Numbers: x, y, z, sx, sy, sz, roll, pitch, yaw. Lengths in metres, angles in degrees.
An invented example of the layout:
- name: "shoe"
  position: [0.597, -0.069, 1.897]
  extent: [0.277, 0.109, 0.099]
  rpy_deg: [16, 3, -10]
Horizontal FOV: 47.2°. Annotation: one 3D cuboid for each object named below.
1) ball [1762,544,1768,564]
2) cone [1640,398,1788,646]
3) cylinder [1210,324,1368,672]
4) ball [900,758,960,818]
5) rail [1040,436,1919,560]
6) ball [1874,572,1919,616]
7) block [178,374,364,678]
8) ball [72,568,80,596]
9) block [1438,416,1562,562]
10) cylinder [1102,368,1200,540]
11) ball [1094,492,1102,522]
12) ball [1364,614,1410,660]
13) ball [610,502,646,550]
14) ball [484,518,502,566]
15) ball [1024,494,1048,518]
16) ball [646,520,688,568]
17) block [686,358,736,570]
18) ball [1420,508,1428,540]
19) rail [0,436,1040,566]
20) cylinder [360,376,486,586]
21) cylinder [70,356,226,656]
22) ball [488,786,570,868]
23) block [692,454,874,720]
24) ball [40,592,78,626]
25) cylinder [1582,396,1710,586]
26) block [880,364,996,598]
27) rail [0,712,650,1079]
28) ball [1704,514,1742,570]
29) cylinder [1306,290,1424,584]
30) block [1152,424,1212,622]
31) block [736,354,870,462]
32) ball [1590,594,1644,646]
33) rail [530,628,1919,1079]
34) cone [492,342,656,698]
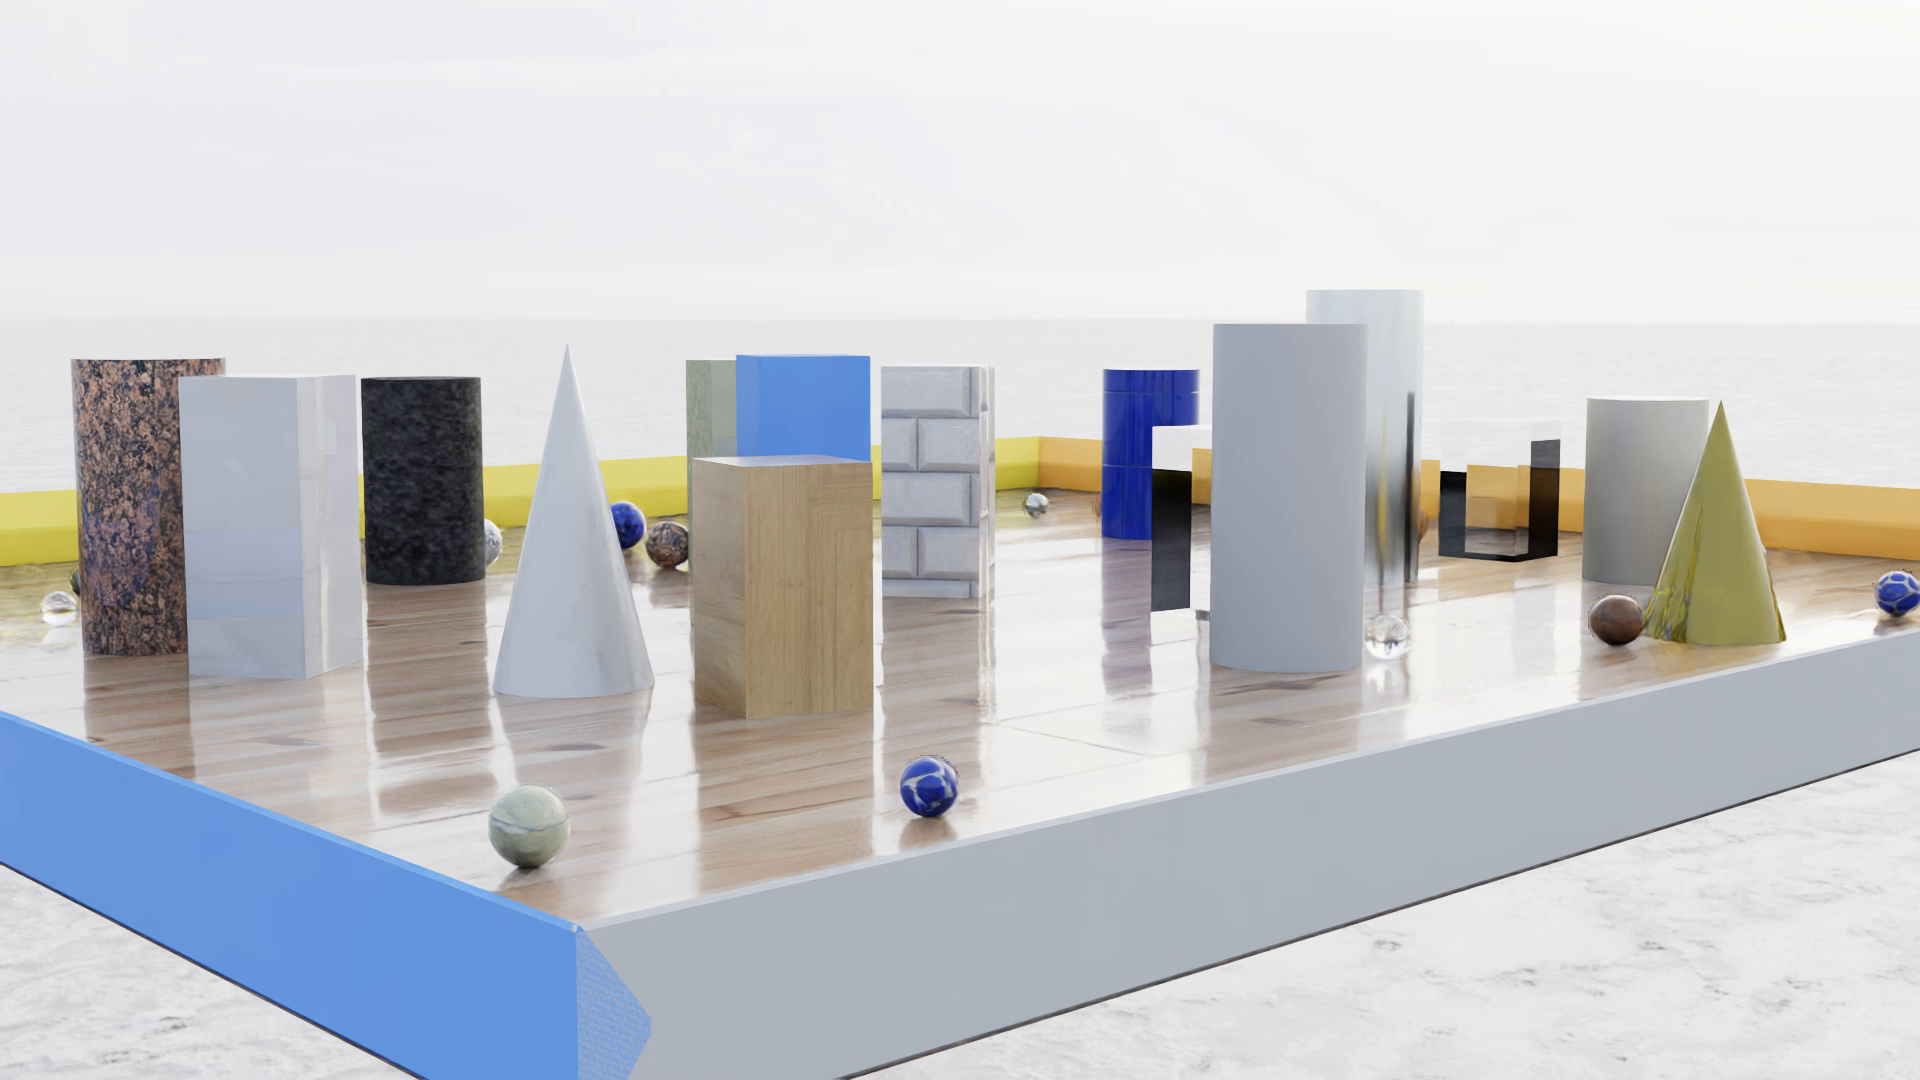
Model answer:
- name: "ball"
  position: [1.112, 0.029, 3.163]
  extent: [0.093, 0.093, 0.093]
  rpy_deg: [0, 6, 0]
- name: "cone"
  position: [1.030, -0.031, 2.992]
  extent: [0.192, 0.324, 0.192]
  rpy_deg: [0, 6, 0]
- name: "cylinder"
  position: [0.413, -0.059, 2.772]
  extent: [0.192, 0.426, 0.192]
  rpy_deg: [0, 6, 0]
- name: "ball"
  position: [-0.027, 0.217, 1.931]
  extent: [0.053, 0.053, 0.053]
  rpy_deg: [0, 6, 0]
- name: "rail"
  position: [1.187, -0.082, 4.421]
  extent: [0.045, 0.125, 2.965]
  rpy_deg: [-6, 8, -42]
- name: "ball"
  position: [1.364, 0.078, 3.199]
  extent: [0.064, 0.064, 0.064]
  rpy_deg: [0, 6, 0]
- name: "block"
  position: [-0.850, -0.022, 2.724]
  extent: [0.154, 0.363, 0.154]
  rpy_deg: [1, 6, 11]
- name: "ball"
  position: [-1.335, 0.065, 3.374]
  extent: [0.054, 0.054, 0.054]
  rpy_deg: [0, 6, 0]
- name: "block"
  position: [0.973, -0.094, 3.963]
  extent: [0.154, 0.246, 0.154]
  rpy_deg: [6, 8, 43]
- name: "cylinder"
  position: [0.375, -0.173, 4.325]
  extent: [0.192, 0.328, 0.192]
  rpy_deg: [0, 6, 0]
- name: "ball"
  position: [0.316, -0.067, 4.470]
  extent: [0.086, 0.086, 0.086]
  rpy_deg: [0, 6, 0]
- name: "ball"
  position: [0.543, 0.123, 2.798]
  extent: [0.058, 0.058, 0.058]
  rpy_deg: [0, 6, 0]
- name: "ball"
  position: [-0.627, -0.027, 4.085]
  extent: [0.089, 0.089, 0.089]
  rpy_deg: [0, 6, 0]
- name: "ball"
  position: [-0.831, 0.005, 3.783]
  extent: [0.087, 0.087, 0.087]
  rpy_deg: [0, 6, 0]
- name: "ball"
  position: [0.164, -0.073, 4.695]
  extent: [0.052, 0.052, 0.052]
  rpy_deg: [0, 6, 0]
- name: "ball"
  position: [-0.502, 0.007, 3.790]
  extent: [0.081, 0.081, 0.081]
  rpy_deg: [0, 6, 0]
- name: "block"
  position: [-0.374, -0.134, 3.808]
  extent: [0.154, 0.358, 0.154]
  rpy_deg: [1, 6, 13]
- name: "ball"
  position: [0.850, -0.031, 4.173]
  extent: [0.076, 0.076, 0.076]
  rpy_deg: [0, 6, 0]
- name: "rail"
  position: [-0.989, -0.080, 4.398]
  extent: [3.277, 0.125, 0.045]
  rpy_deg: [-6, 8, -42]
- name: "cylinder"
  position: [-0.884, -0.101, 3.625]
  extent: [0.192, 0.331, 0.192]
  rpy_deg: [0, 6, 0]
- name: "cylinder"
  position: [-1.064, -0.050, 2.906]
  extent: [0.192, 0.380, 0.192]
  rpy_deg: [0, 6, 0]
- name: "ball"
  position: [-0.344, 0.229, 1.758]
  extent: [0.066, 0.066, 0.066]
  rpy_deg: [0, 6, 0]
- name: "block"
  position: [-0.200, 0.048, 2.479]
  extent: [0.154, 0.275, 0.154]
  rpy_deg: [-3, 7, -28]
- name: "ball"
  position: [-1.266, 0.097, 3.089]
  extent: [0.049, 0.049, 0.049]
  rpy_deg: [0, 6, 0]
- name: "cylinder"
  position: [1.128, -0.084, 3.621]
  extent: [0.192, 0.299, 0.192]
  rpy_deg: [0, 6, 0]
- name: "block"
  position: [-0.033, -0.097, 3.463]
  extent: [0.154, 0.357, 0.154]
  rpy_deg: [1, 6, 10]
- name: "rail"
  position: [-1.187, 0.147, 2.243]
  extent: [0.045, 0.125, 2.965]
  rpy_deg: [-6, 8, -42]
- name: "ball"
  position: [1.287, 0.003, 3.761]
  extent: [0.096, 0.096, 0.096]
  rpy_deg: [0, 6, 0]
- name: "cylinder"
  position: [0.665, -0.174, 3.634]
  extent: [0.192, 0.475, 0.192]
  rpy_deg: [0, 6, 0]
- name: "block"
  position: [0.389, -0.028, 3.207]
  extent: [0.154, 0.273, 0.154]
  rpy_deg: [-5, 8, -38]
- name: "block"
  position: [-0.219, -0.068, 3.075]
  extent: [0.154, 0.380, 0.154]
  rpy_deg: [-2, 6, -18]
- name: "ball"
  position: [0.870, 0.107, 2.912]
  extent: [0.068, 0.068, 0.068]
  rpy_deg: [0, 6, 0]
- name: "rail"
  position: [0.989, 0.145, 2.266]
  extent: [3.277, 0.125, 0.045]
  rpy_deg: [-6, 8, -42]
- name: "cone"
  position: [-0.460, -0.031, 2.598]
  extent: [0.192, 0.407, 0.192]
  rpy_deg: [0, 6, 0]
